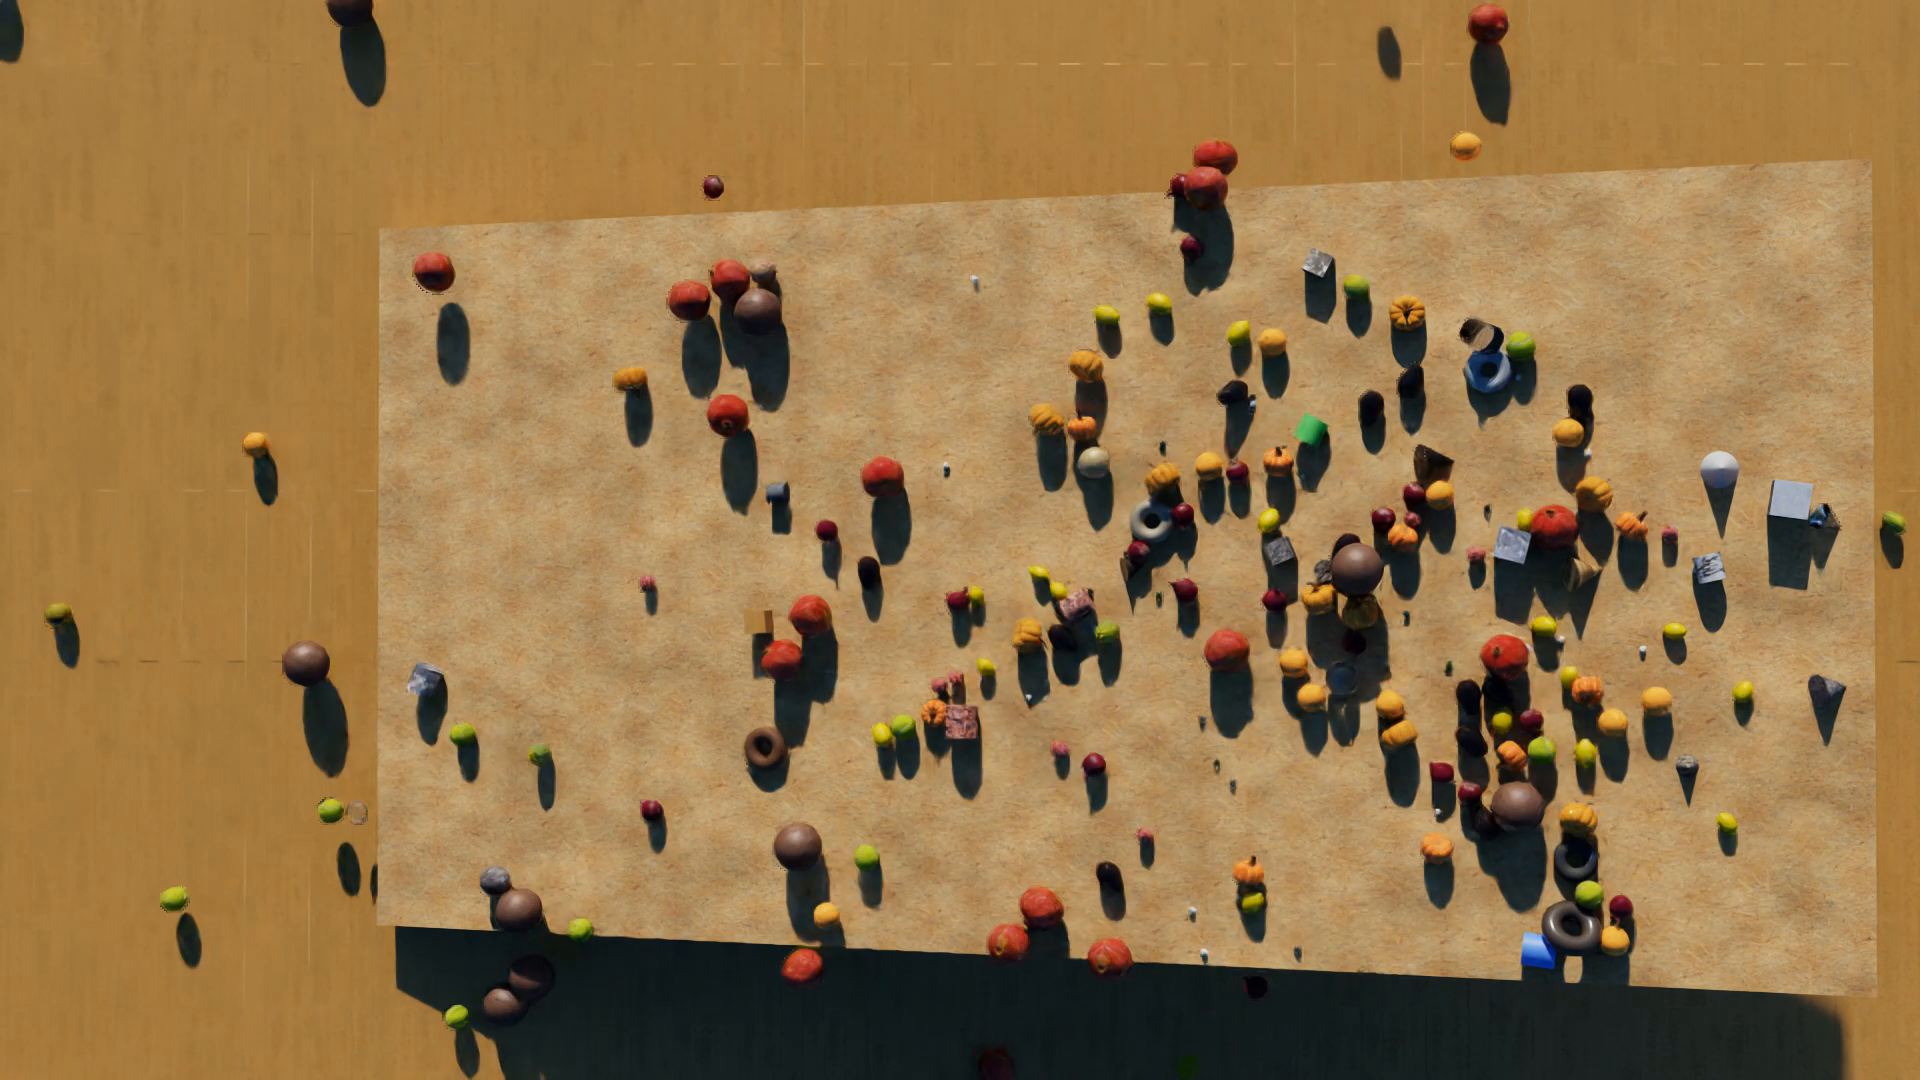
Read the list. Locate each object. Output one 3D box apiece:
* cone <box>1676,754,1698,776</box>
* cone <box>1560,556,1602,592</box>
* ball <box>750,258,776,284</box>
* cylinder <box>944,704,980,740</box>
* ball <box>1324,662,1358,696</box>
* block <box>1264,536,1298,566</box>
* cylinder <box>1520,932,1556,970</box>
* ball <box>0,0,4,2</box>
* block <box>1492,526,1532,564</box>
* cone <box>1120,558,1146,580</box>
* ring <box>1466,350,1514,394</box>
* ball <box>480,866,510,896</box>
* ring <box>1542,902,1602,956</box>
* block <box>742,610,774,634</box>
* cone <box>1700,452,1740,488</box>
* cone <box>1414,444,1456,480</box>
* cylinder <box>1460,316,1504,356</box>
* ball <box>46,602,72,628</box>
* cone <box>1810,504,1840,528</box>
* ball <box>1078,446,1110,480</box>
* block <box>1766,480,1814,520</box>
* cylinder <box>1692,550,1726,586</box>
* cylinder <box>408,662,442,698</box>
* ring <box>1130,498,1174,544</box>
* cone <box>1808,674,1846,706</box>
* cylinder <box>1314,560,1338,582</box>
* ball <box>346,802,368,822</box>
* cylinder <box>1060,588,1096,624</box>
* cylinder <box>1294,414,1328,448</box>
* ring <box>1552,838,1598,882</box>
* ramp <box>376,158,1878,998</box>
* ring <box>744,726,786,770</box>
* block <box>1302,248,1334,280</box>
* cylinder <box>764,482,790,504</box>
[{"bbox_3d":[1.762,0.549,5.324,0.054,0.054,0.054,0,89,16],"label":"cone"},{"bbox_3d":[1.539,0.078,5.401,0.090,0.090,0.090,-7,89,-11],"label":"cone"},{"bbox_3d":[-0.534,-0.730,5.975,0.074,0.074,0.074,0,89,0],"label":"ball"},{"bbox_3d":[0.005,0.480,5.800,0.085,0.085,0.085,-6,79,0],"label":"cylinder"},{"bbox_3d":[0.960,0.351,5.536,0.083,0.083,0.083,0,89,0],"label":"ball"},{"bbox_3d":[0.816,0.028,5.595,0.058,0.058,0.058,-25,83,14],"label":"block"},{"bbox_3d":[1.422,1.009,5.399,0.080,0.080,0.080,7,89,16],"label":"cylinder"},{"bbox_3d":[-2.811,-1.611,6.391,0.100,0.100,0.100,0,89,0],"label":"ball"},{"bbox_3d":[1.364,0.012,5.431,0.078,0.078,0.078,15,93,15],"label":"block"},{"bbox_3d":[0.455,0.070,5.711,0.061,0.061,0.061,-13,89,-12],"label":"cone"},{"bbox_3d":[1.317,-0.424,5.472,0.116,0.039,0.116,0,90,14],"label":"ring"},{"bbox_3d":[-1.302,0.954,6.159,0.085,0.085,0.085,0,89,0],"label":"ball"},{"bbox_3d":[1.492,0.948,5.365,0.148,0.049,0.148,2,51,-3],"label":"ring"},{"bbox_3d":[-0.548,0.223,5.971,0.062,0.062,0.062,-4,88,16],"label":"block"},{"bbox_3d":[1.832,-0.171,5.297,0.090,0.090,0.090,0,89,16],"label":"cone"},{"bbox_3d":[1.196,-0.196,5.500,0.093,0.093,0.093,-3,89,-11],"label":"cone"},{"bbox_3d":[1.291,-0.505,5.444,0.077,0.077,0.077,-8,114,-18],"label":"cylinder"},{"bbox_3d":[-2.615,0.218,6.378,0.072,0.072,0.072,0,89,0],"label":"ball"},{"bbox_3d":[2.080,-0.043,5.257,0.065,0.065,0.065,29,89,-13],"label":"cone"},{"bbox_3d":[0.349,-0.200,5.715,0.084,0.084,0.084,0,89,0],"label":"ball"},{"bbox_3d":[1.983,-0.095,5.256,0.086,0.086,0.086,9,91,16],"label":"block"},{"bbox_3d":[1.811,0.067,5.312,0.065,0.065,0.065,-22,102,0],"label":"cylinder"},{"bbox_3d":[-1.517,0.395,6.230,0.077,0.077,0.077,21,94,0],"label":"cylinder"},{"bbox_3d":[0.498,-0.048,5.694,0.120,0.040,0.120,0,89,17],"label":"ring"},{"bbox_3d":[2.083,0.352,5.247,0.079,0.079,0.079,-9,89,-11],"label":"cone"},{"bbox_3d":[0.925,0.079,5.565,0.054,0.054,0.054,0,89,16],"label":"cylinder"},{"bbox_3d":[-1.725,0.778,6.294,0.060,0.060,0.060,0,89,0],"label":"ball"},{"bbox_3d":[0.307,0.173,5.729,0.070,0.070,0.070,-33,89,13],"label":"cylinder"},{"bbox_3d":[0.891,-0.277,5.574,0.065,0.065,0.065,27,97,0],"label":"cylinder"},{"bbox_3d":[1.512,0.787,5.401,0.108,0.036,0.108,0,90,17],"label":"ring"},{"bbox_3d":[0.268,0.096,5.829,4.000,0.100,2.000,0,89,16],"label":"ramp"},{"bbox_3d":[-0.528,0.566,5.972,0.122,0.041,0.122,0,90,17],"label":"ring"},{"bbox_3d":[0.910,-0.700,5.579,0.058,0.058,0.058,27,96,14],"label":"block"},{"bbox_3d":[-0.495,-0.127,5.966,0.053,0.053,0.053,-4,89,16],"label":"cylinder"}]
